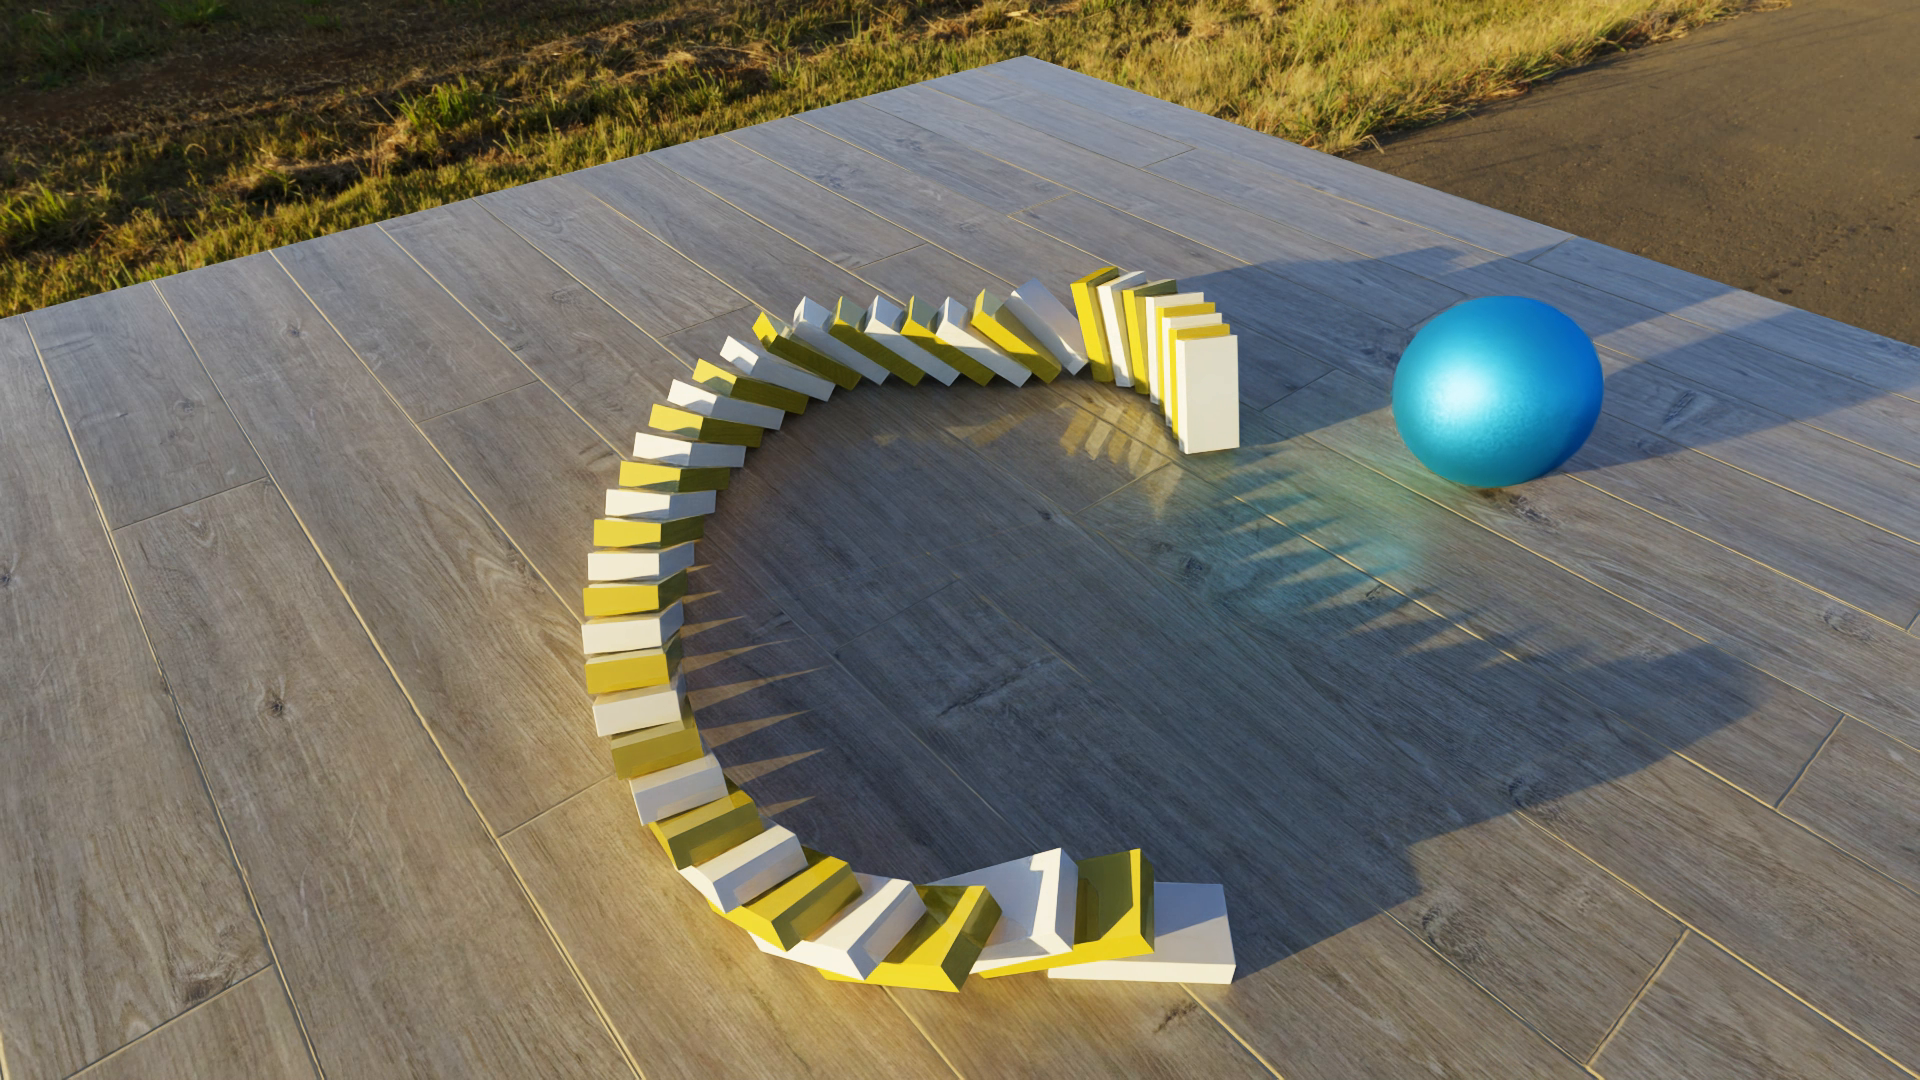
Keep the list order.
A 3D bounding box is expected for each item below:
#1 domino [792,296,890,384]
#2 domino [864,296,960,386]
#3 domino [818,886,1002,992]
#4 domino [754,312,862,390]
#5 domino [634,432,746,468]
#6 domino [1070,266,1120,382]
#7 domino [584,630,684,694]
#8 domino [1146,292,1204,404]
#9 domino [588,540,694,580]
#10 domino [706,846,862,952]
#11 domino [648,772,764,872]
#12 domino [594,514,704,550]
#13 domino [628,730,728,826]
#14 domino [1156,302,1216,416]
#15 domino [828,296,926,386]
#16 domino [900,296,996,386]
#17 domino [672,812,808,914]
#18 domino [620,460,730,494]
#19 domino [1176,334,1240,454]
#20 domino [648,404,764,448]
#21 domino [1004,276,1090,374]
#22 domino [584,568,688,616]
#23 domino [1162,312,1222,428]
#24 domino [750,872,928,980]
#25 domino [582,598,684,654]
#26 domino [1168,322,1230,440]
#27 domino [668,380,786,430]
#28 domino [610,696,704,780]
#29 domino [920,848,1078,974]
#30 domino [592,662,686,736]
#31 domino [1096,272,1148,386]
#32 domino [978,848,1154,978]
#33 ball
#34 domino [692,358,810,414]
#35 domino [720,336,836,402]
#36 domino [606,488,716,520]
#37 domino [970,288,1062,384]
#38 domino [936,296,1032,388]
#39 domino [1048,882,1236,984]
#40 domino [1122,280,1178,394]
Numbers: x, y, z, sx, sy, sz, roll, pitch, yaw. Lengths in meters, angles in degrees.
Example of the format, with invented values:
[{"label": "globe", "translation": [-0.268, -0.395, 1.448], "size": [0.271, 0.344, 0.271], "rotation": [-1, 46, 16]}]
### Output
[{"label": "domino", "translation": [-0.058, -0.098, 0.540], "size": [0.050, 0.009, 0.025], "rotation": [28, 29, -23]}, {"label": "domino", "translation": [-0.023, -0.098, 0.541], "size": [0.050, 0.010, 0.025], "rotation": [30, 33, -21]}, {"label": "domino", "translation": [-0.015, 0.105, 0.294], "size": [0.050, 0.010, 0.025], "rotation": [-15, 25, 40]}, {"label": "domino", "translation": [-0.074, -0.091, 0.531], "size": [0.050, 0.010, 0.025], "rotation": [21, 23, -39]}, {"label": "domino", "translation": [-0.114, -0.038, 0.469], "size": [0.025, 0.010, 0.050], "rotation": [12, 6, 14]}, {"label": "domino", "translation": [0.072, -0.106, 0.541], "size": [0.025, 0.050, 0.010], "rotation": [-33, 27, -35]}, {"label": "domino", "translation": [-0.109, 0.040, 0.373], "size": [0.025, 0.010, 0.050], "rotation": [-7, 6, -9]}, {"label": "domino", "translation": [0.103, -0.091, 0.523], "size": [0.025, 0.050, 0.010], "rotation": [-8, 16, -10]}, {"label": "domino", "translation": [-0.119, 0.007, 0.414], "size": [0.025, 0.009, 0.050], "rotation": [0, 5, 0]}, {"label": "domino", "translation": [-0.051, 0.096, 0.305], "size": [0.025, 0.010, 0.050], "rotation": [-31, 14, -32]}, {"label": "domino", "translation": [-0.077, 0.081, 0.324], "size": [0.025, 0.010, 0.050], "rotation": [-21, 9, -23]}, {"label": "domino", "translation": [-0.120, -0.004, 0.428], "size": [0.025, 0.010, 0.050], "rotation": [4, 5, 5]}, {"label": "domino", "translation": [-0.088, 0.071, 0.335], "size": [0.025, 0.009, 0.050], "rotation": [-16, 8, -19]}, {"label": "domino", "translation": [0.106, -0.085, 0.516], "size": [0.025, 0.050, 0.009], "rotation": [-8, 16, -10]}, {"label": "domino", "translation": [-0.040, -0.098, 0.540], "size": [0.050, 0.010, 0.025], "rotation": [29, 31, -21]}, {"label": "domino", "translation": [-0.005, -0.098, 0.542], "size": [0.050, 0.010, 0.025], "rotation": [30, 34, -20]}, {"label": "domino", "translation": [-0.065, 0.089, 0.313], "size": [0.025, 0.010, 0.050], "rotation": [-25, 11, -27]}, {"label": "domino", "translation": [-0.117, -0.027, 0.455], "size": [0.025, 0.009, 0.050], "rotation": [8, 6, 10]}, {"label": "domino", "translation": [0.111, -0.065, 0.492], "size": [0.025, 0.050, 0.010], "rotation": [-8, 16, -10]}, {"label": "domino", "translation": [-0.110, -0.050, 0.482], "size": [0.025, 0.010, 0.050], "rotation": [16, 6, 19]}, {"label": "domino", "translation": [0.047, -0.107, 0.551], "size": [0.050, 0.009, 0.025], "rotation": [45, 40, 0]}, {"label": "domino", "translation": [-0.117, 0.018, 0.400], "size": [0.025, 0.010, 0.050], "rotation": [-2, 5, -3]}, {"label": "domino", "translation": [0.108, -0.078, 0.508], "size": [0.025, 0.050, 0.009], "rotation": [-8, 16, -10]}, {"label": "domino", "translation": [-0.034, 0.102, 0.297], "size": [0.050, 0.009, 0.025], "rotation": [-11, 22, 49]}, {"label": "domino", "translation": [-0.114, 0.030, 0.387], "size": [0.025, 0.009, 0.050], "rotation": [-5, 5, -6]}, {"label": "domino", "translation": [0.109, -0.072, 0.500], "size": [0.025, 0.050, 0.009], "rotation": [-8, 16, -10]}, {"label": "domino", "translation": [-0.104, -0.061, 0.496], "size": [0.025, 0.009, 0.050], "rotation": [22, 9, 25]}, {"label": "domino", "translation": [-0.096, 0.061, 0.347], "size": [0.025, 0.009, 0.050], "rotation": [-13, 7, -16]}, {"label": "domino", "translation": [0.007, 0.102, 0.298], "size": [0.050, 0.010, 0.025], "rotation": [-23, 32, 26]}, {"label": "domino", "translation": [-0.104, 0.051, 0.360], "size": [0.025, 0.009, 0.050], "rotation": [-10, 6, -12]}, {"label": "domino", "translation": [0.084, -0.103, 0.537], "size": [0.025, 0.050, 0.010], "rotation": [-28, 24, -30]}, {"label": "domino", "translation": [0.028, 0.102, 0.300], "size": [0.050, 0.009, 0.025], "rotation": [-19, 36, 23]}, {"label": "ball", "translation": [0.225, -0.062, 0.463], "size": [0.080, 0.080, 0.080], "rotation": [0, 39, 0]}, {"label": "domino", "translation": [-0.096, -0.070, 0.508], "size": [0.025, 0.010, 0.050], "rotation": [28, 11, 30]}, {"label": "domino", "translation": [-0.085, -0.080, 0.519], "size": [0.025, 0.009, 0.050], "rotation": [36, 15, 36]}, {"label": "domino", "translation": [-0.119, -0.015, 0.442], "size": [0.025, 0.010, 0.050], "rotation": [6, 6, 7]}, {"label": "domino", "translation": [0.028, -0.100, 0.542], "size": [0.050, 0.010, 0.025], "rotation": [34, 33, -19]}, {"label": "domino", "translation": [0.012, -0.097, 0.541], "size": [0.050, 0.009, 0.025], "rotation": [29, 35, -20]}, {"label": "domino", "translation": [0.050, 0.110, 0.309], "size": [0.050, 0.010, 0.025], "rotation": [1, 39, 2]}, {"label": "domino", "translation": [0.095, -0.098, 0.532], "size": [0.025, 0.050, 0.010], "rotation": [-19, 20, -22]}]
